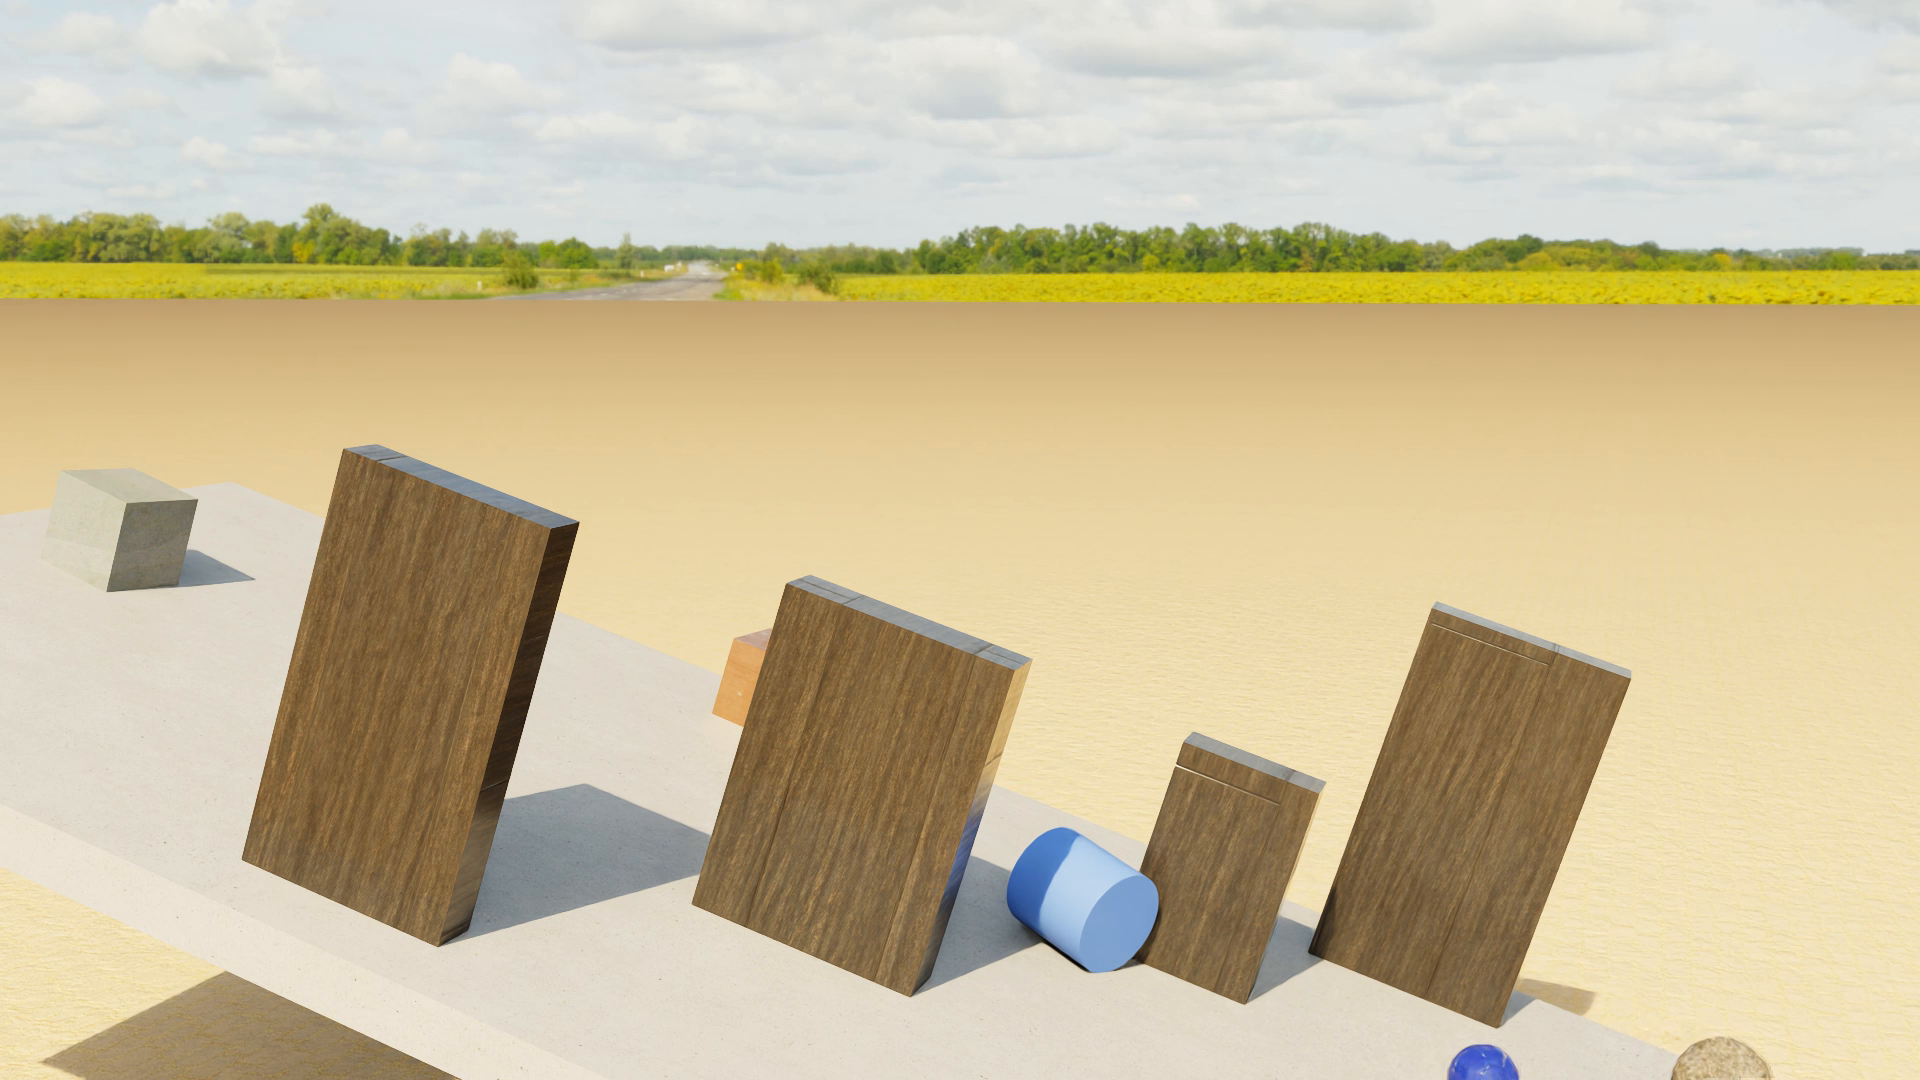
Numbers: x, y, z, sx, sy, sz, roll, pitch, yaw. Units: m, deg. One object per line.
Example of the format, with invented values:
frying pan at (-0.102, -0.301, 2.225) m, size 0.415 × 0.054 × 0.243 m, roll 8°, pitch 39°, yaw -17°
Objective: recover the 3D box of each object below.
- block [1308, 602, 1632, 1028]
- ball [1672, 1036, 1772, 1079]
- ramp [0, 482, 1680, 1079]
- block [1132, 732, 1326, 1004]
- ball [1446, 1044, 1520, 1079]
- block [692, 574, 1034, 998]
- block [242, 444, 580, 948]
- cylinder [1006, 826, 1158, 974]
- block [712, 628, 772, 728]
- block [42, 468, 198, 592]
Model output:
block at (1.055, 0.571, 4.579) m, size 0.416 × 0.787 × 0.102 m, roll 20°, pitch 12°, yaw 14°
ball at (1.506, 1.080, 4.346) m, size 0.191 × 0.191 × 0.191 m, roll 0°, pitch 7°, yaw 0°
ramp at (-0.359, 0.681, 4.227) m, size 4.000 × 0.100 × 2.000 m, roll 20°, pitch 12°, yaw 14°
block at (0.507, 0.640, 4.304) m, size 0.277 × 0.450 × 0.104 m, roll 20°, pitch 12°, yaw 14°
ball at (0.971, 1.002, 4.079) m, size 0.134 × 0.134 × 0.134 m, roll 0°, pitch 7°, yaw 0°
block at (-0.177, 0.430, 3.878) m, size 0.433 × 0.618 × 0.117 m, roll 20°, pitch 12°, yaw 14°
block at (-0.879, 0.245, 3.498) m, size 0.374 × 0.708 × 0.097 m, roll 20°, pitch 12°, yaw 14°
cylinder at (0.237, 0.696, 4.260) m, size 0.208 × 0.208 × 0.208 m, roll -6°, pitch 25°, yaw -42°
block at (-0.423, 0.332, 5.045) m, size 0.185 × 0.185 × 0.185 m, roll 21°, pitch 12°, yaw 18°
block at (-1.792, -0.024, 4.690) m, size 0.199 × 0.199 × 0.199 m, roll 22°, pitch 13°, yaw 23°
